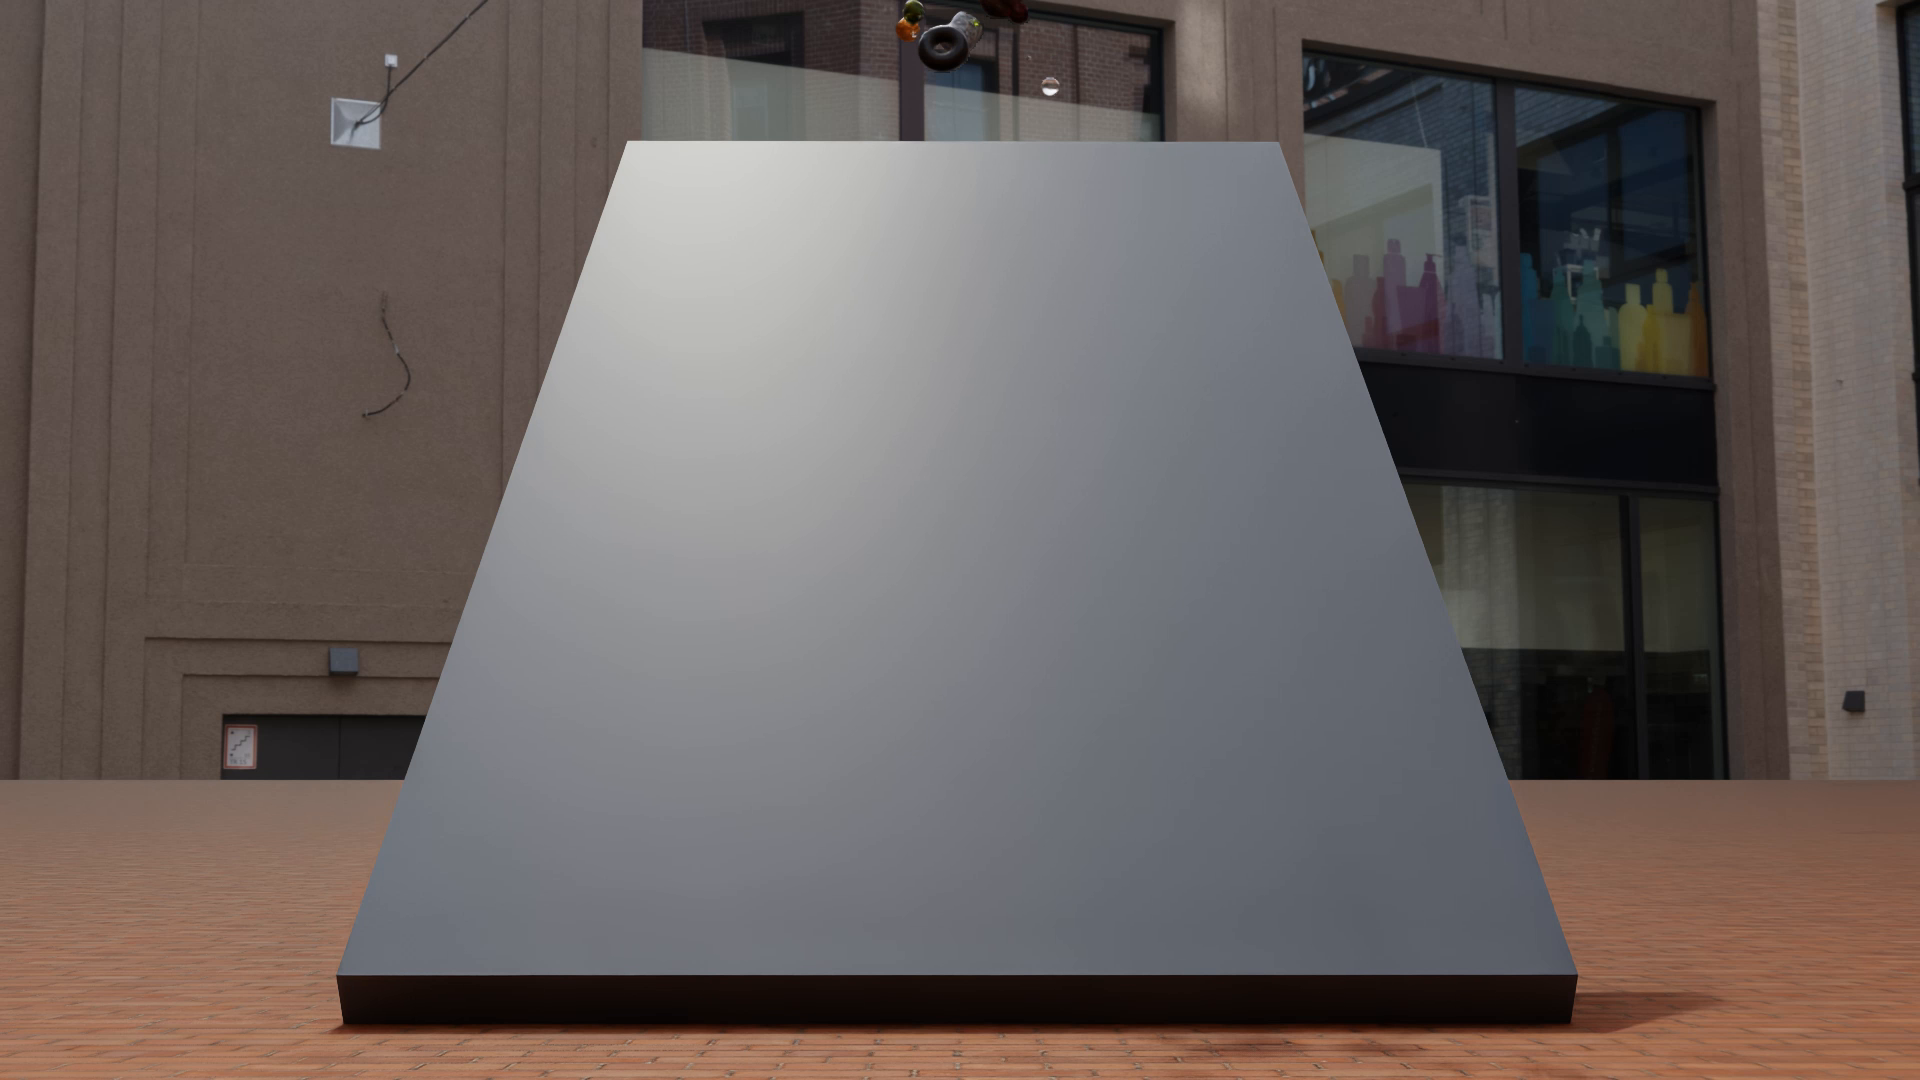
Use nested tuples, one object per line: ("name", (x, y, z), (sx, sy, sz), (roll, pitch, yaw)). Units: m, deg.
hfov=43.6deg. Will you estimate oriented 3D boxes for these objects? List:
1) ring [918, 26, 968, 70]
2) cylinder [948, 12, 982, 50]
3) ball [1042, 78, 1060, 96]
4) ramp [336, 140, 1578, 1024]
("ring", (-0.049, -1.410, 6.874), (0.148, 0.148, 0.049), (0, -24, 4))
("cylinder", (0.003, -1.496, 7.097), (0.094, 0.094, 0.094), (28, -22, 12))
("ball", (0.264, -1.330, 7.030), (0.053, 0.053, 0.053), (0, -6, 0))
("ramp", (-0.012, -0.218, 5.637), (2.000, 0.100, 4.000), (0, 29, 0))
